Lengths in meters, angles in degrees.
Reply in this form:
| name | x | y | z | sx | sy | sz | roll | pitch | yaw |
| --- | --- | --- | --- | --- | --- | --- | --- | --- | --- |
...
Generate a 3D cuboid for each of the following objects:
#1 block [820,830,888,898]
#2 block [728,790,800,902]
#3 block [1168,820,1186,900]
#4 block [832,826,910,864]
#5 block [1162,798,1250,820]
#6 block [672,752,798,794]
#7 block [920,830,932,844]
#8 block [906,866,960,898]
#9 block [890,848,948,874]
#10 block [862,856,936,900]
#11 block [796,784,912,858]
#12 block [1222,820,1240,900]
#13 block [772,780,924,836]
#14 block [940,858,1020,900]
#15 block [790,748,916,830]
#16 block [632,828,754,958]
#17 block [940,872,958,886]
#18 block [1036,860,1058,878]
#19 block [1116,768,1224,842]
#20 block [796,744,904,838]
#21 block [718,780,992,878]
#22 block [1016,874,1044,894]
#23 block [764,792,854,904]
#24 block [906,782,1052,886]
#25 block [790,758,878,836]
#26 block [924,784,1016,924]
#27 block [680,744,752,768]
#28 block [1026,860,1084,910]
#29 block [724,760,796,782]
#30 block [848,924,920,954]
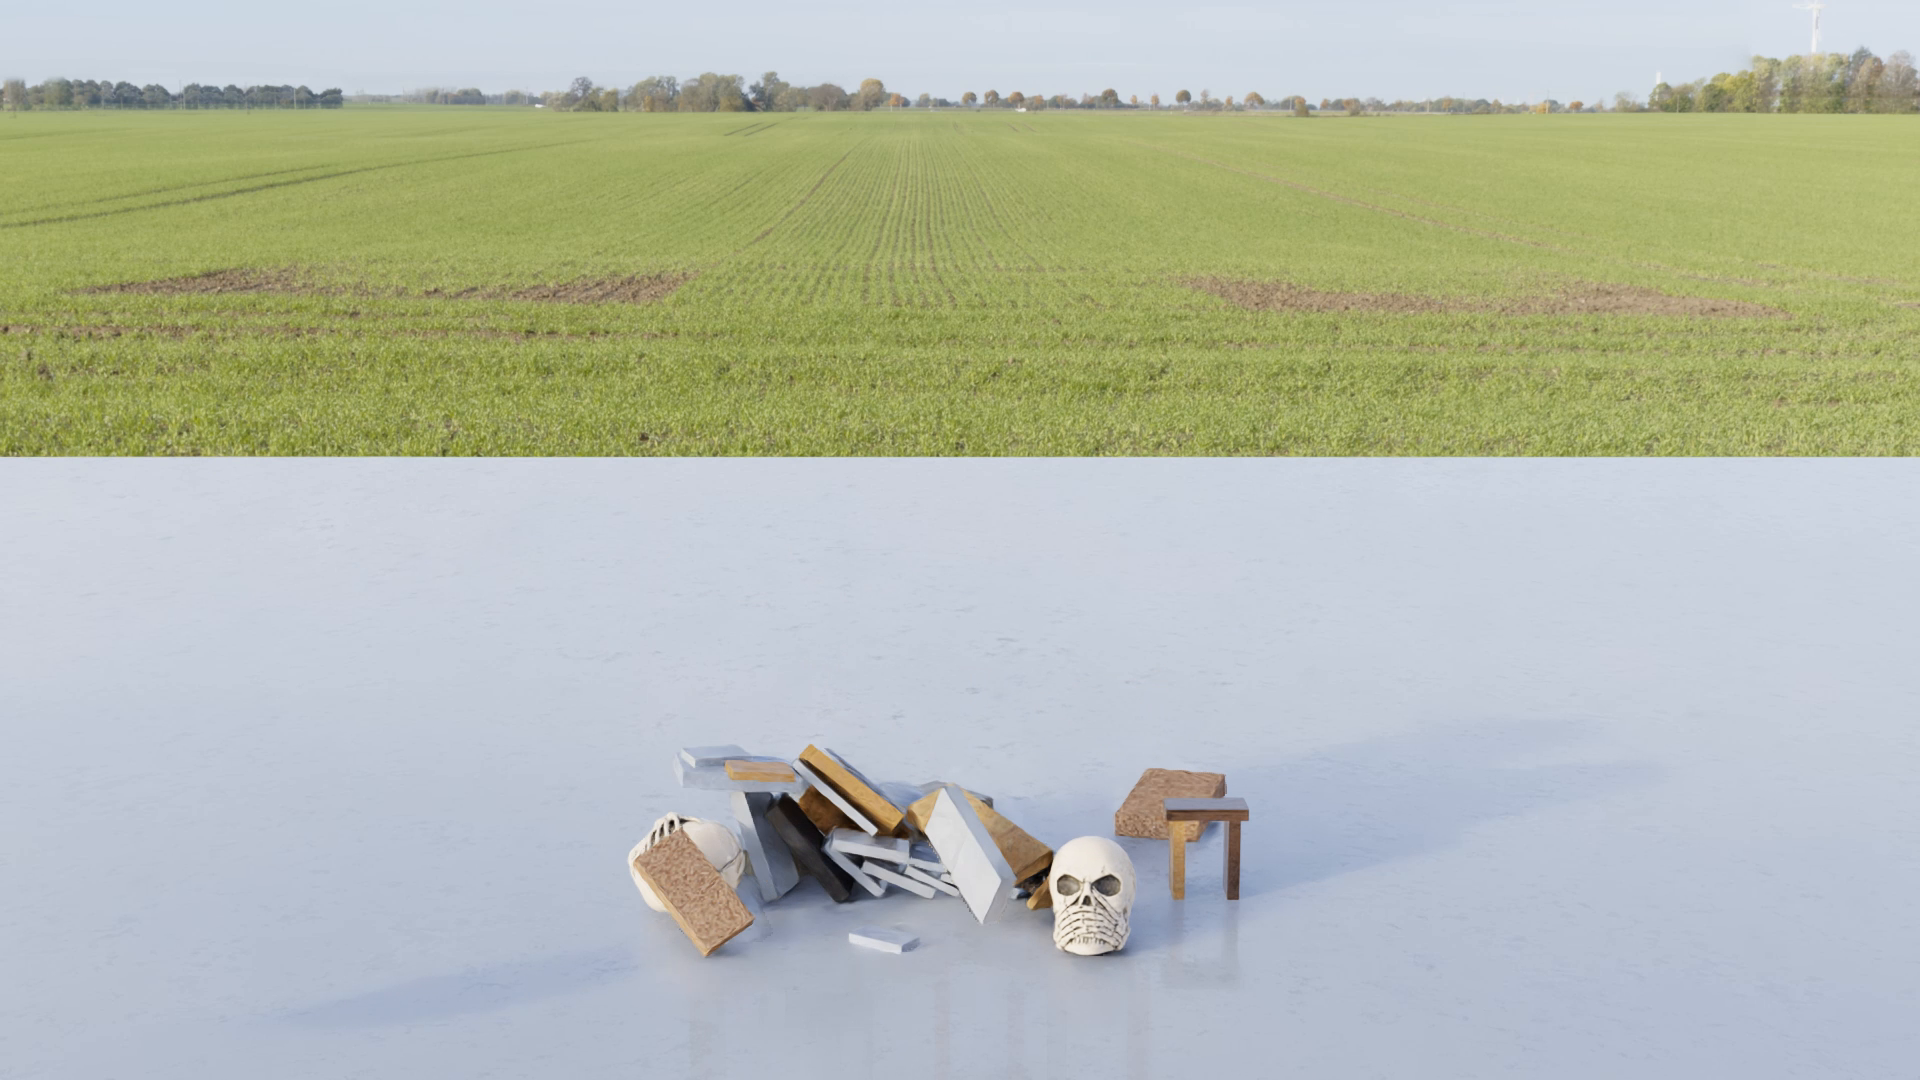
| name | x | y | z | sx | sy | sz | roll | pitch | yaw |
| --- | --- | --- | --- | --- | --- | --- | --- | --- | --- |
| block | -0.176 | 0.541 | 3.668 | 0.127 | 0.018 | 0.063 | 41 | 10 | -5 |
| block | -0.325 | 0.495 | 3.659 | 0.027 | 0.192 | 0.096 | -16 | 5 | 20 |
| block | 0.362 | 0.522 | 3.660 | 0.019 | 0.136 | 0.068 | 0 | 11 | 0 |
| block | -0.148 | 0.505 | 3.641 | 0.127 | 0.018 | 0.063 | 11 | 11 | -5 |
| block | 0.407 | 0.446 | 3.646 | 0.136 | 0.019 | 0.068 | 0 | 11 | 0 |
| block | -0.370 | 0.384 | 3.631 | 0.192 | 0.027 | 0.096 | 5 | 13 | -17 |
| block | 0.004 | 0.499 | 3.646 | 0.069 | 0.020 | 0.138 | -25 | 38 | -34 |
| block | -0.044 | 0.563 | 3.670 | 0.095 | 0.014 | 0.048 | 26 | 11 | -3 |
| block | -0.066 | 0.533 | 3.671 | 0.095 | 0.014 | 0.048 | 12 | 11 | 1 |
| block | -0.101 | 0.557 | 3.667 | 0.127 | 0.018 | 0.063 | 23 | 11 | -2 |
| block | -0.183 | 0.479 | 3.757 | 0.186 | 0.093 | 0.026 | 38 | 9 | 5 |
| block | 0.452 | 0.522 | 3.660 | 0.019 | 0.136 | 0.068 | 0 | 11 | 0 |
| block | -0.212 | 0.482 | 3.903 | 0.299 | 0.042 | 0.149 | -4 | 11 | -20 |
| block | 0.035 | 0.551 | 3.667 | 0.138 | 0.020 | 0.069 | 26 | 11 | -2 |
| block | -0.181 | 0.462 | 3.787 | 0.204 | 0.102 | 0.029 | 38 | 6 | 4 |
| block | -0.415 | 0.547 | 3.423 | 0.093 | 0.186 | 0.026 | -32 | -17 | -33 |
| block | 0.016 | 0.569 | 3.671 | 0.095 | 0.014 | 0.048 | 17 | 11 | 0 |
| block | 0.124 | 0.542 | 3.681 | 0.101 | 0.014 | 0.050 | 18 | 12 | 2 |
| block | 0.394 | 0.491 | 4.088 | 0.149 | 0.042 | 0.299 | 3 | 11 | 15 |
| block | -0.185 | 0.425 | 3.687 | 0.199 | 0.026 | 0.093 | 36 | -25 | 9 |
| block | -0.179 | 0.518 | 3.938 | 0.518 | 0.042 | 0.149 | -10 | 14 | -43 |
| block | 0.073 | 0.546 | 3.677 | 0.138 | 0.020 | 0.069 | 26 | 11 | 0 |
| block | -0.248 | 0.508 | 3.651 | 0.027 | 0.192 | 0.096 | -37 | 7 | 9 |
| block | 0.030 | 0.486 | 3.619 | 0.102 | 0.029 | 0.246 | -25 | 38 | -34 |
| block | -0.209 | 0.426 | 3.649 | 0.178 | 0.015 | 0.052 | 41 | -3 | 0 |
| block | 0.015 | 0.499 | 3.495 | 0.029 | 0.102 | 0.204 | -5 | 42 | -32 |
| block | -0.403 | 0.357 | 3.633 | 0.104 | 0.015 | 0.052 | 0 | 16 | -35 |
| block | 0.154 | 0.560 | 3.567 | 0.050 | 0.101 | 0.014 | 2 | 42 | -46 |
| block | -0.327 | 0.378 | 3.588 | 0.104 | 0.015 | 0.052 | 5 | 13 | -20 |
| block | -0.119 | 0.625 | 3.443 | 0.101 | 0.014 | 0.050 | 7 | 13 | 33 |
